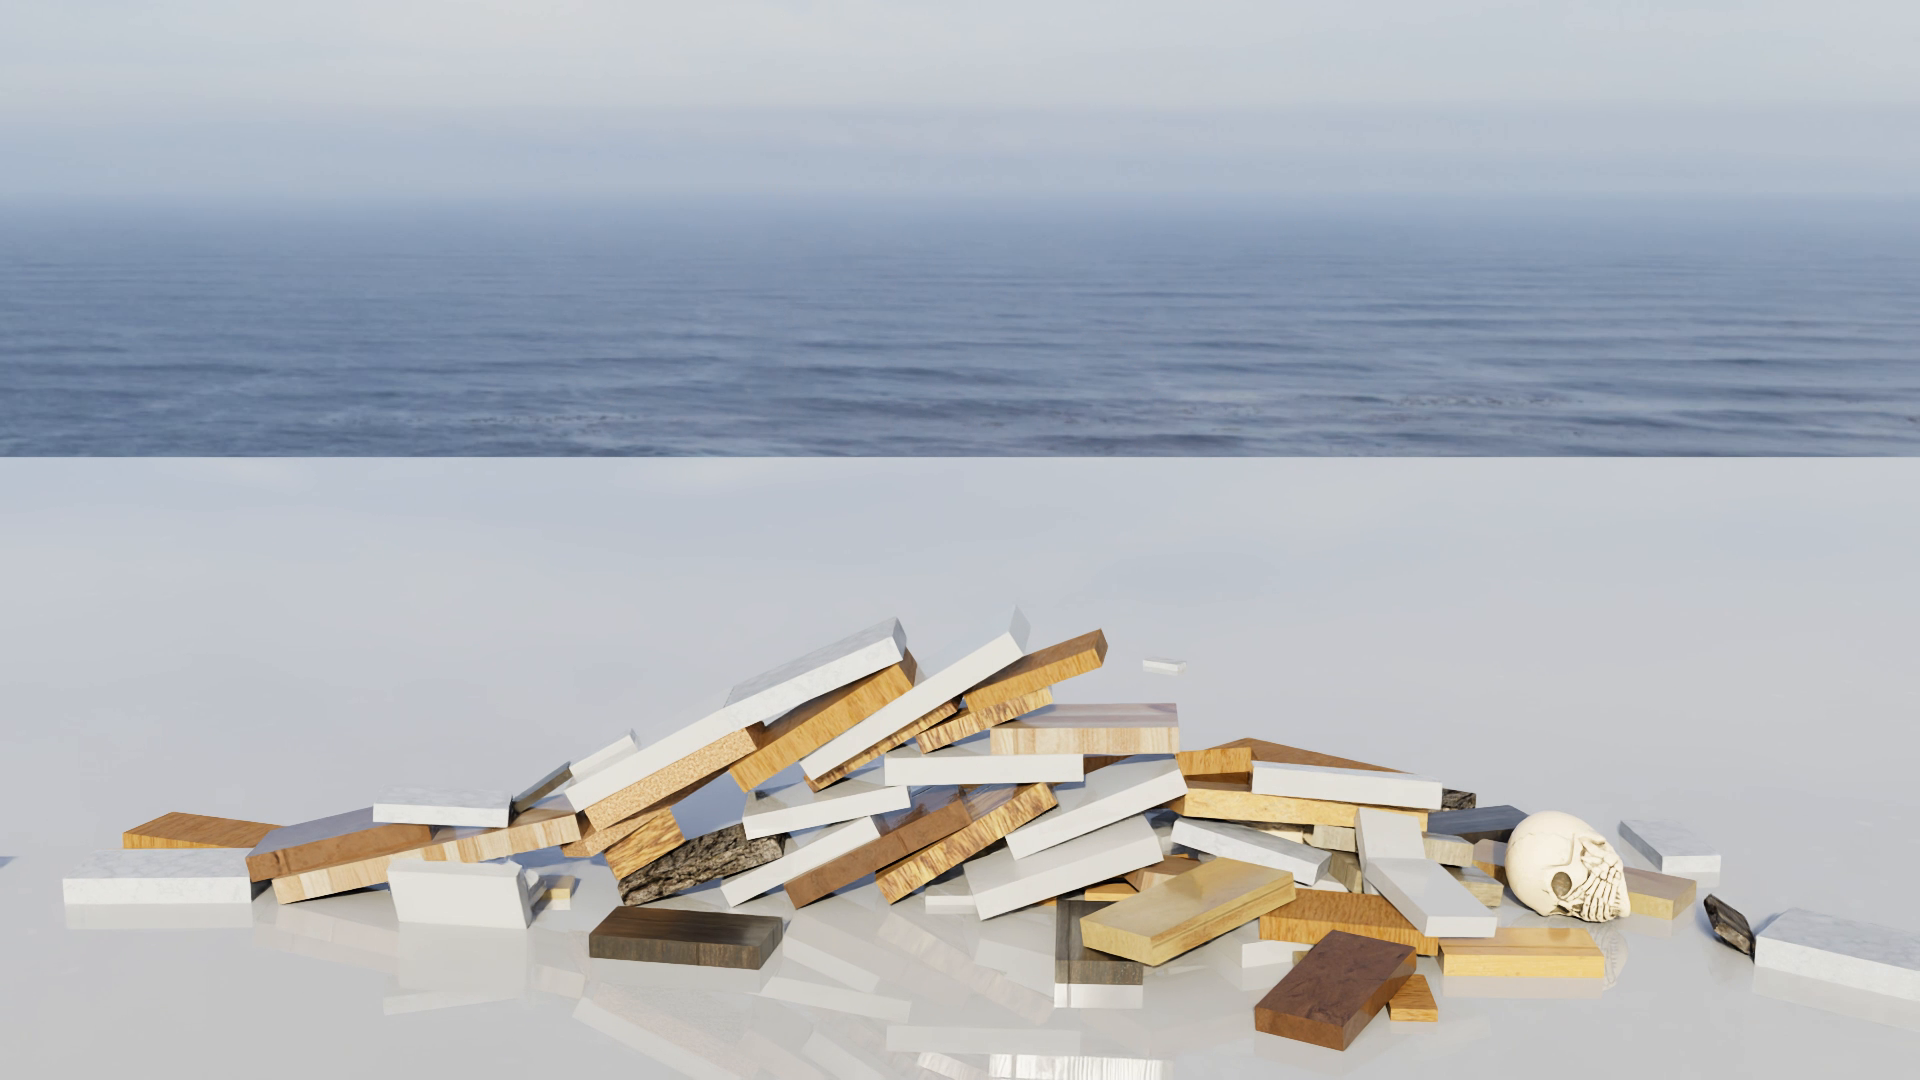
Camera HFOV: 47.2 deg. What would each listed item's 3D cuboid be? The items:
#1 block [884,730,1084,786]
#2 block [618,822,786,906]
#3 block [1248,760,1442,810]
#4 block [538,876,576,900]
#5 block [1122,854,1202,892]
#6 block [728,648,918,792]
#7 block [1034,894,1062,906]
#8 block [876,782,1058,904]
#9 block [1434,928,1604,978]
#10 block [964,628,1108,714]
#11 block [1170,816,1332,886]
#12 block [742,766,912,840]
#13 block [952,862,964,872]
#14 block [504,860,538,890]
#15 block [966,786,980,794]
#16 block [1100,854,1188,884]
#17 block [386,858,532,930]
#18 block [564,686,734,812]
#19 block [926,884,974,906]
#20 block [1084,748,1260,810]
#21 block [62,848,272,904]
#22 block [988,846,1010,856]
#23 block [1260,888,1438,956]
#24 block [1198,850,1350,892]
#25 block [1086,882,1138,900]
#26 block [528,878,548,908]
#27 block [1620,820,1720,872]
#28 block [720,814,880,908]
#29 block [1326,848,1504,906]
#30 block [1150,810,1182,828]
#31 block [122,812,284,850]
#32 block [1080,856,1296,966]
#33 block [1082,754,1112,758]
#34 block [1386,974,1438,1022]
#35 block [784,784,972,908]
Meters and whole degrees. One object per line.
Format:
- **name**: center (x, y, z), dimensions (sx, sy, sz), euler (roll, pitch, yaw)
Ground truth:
- **block**: center (0.039, 0.358, 3.642), dimensions (0.321, 0.046, 0.161), euler (-1, 11, 1)
- **block**: center (-0.426, 0.530, 3.658), dimensions (0.273, 0.039, 0.136), euler (-18, 10, 2)
- **block**: center (0.637, 0.406, 3.652), dimensions (0.304, 0.043, 0.152), euler (4, -1, 6)
- **block**: center (-0.712, 0.580, 3.670), dimensions (0.130, 0.018, 0.065), euler (0, 11, -2)
- **block**: center (0.389, 0.556, 3.608), dimensions (0.243, 0.034, 0.121), euler (10, 7, -18)
- **block**: center (-0.222, 0.288, 3.604), dimensions (0.326, 0.046, 0.163), euler (-32, 9, 7)
- **block**: center (0.110, 0.587, 3.645), dimensions (0.108, 0.015, 0.054), euler (2, 11, 11)
- **block**: center (0.007, 0.479, 3.665), dimensions (0.321, 0.046, 0.161), euler (-31, 10, 3)
- **block**: center (0.850, 0.630, 3.363), dimensions (0.238, 0.034, 0.119), euler (0, 11, 2)
- **block**: center (0.125, 0.214, 3.597), dimensions (0.230, 0.033, 0.115), euler (-21, 10, 13)
- **block**: center (0.479, 0.504, 3.613), dimensions (0.243, 0.034, 0.122), euler (16, 7, 19)
- **block**: center (-0.219, 0.431, 3.650), dimensions (0.273, 0.039, 0.136), euler (-12, 11, 1)
- **block**: center (0.083, 0.548, 3.823), dimensions (0.183, 0.026, 0.091), euler (-7, 13, -35)
- **block**: center (-0.733, 0.559, 3.527), dimensions (0.057, 0.114, 0.016), euler (32, 33, -29)
- **block**: center (0.031, 0.487, 4.018), dimensions (0.227, 0.032, 0.113), euler (-16, 11, -29)
- **block**: center (0.283, 0.555, 3.691), dimensions (0.183, 0.026, 0.091), euler (-4, -13, -19)
- **block**: center (-0.797, 0.564, 3.505), dimensions (0.214, 0.107, 0.030), euler (2, 32, 9)
- **block**: center (-0.502, 0.344, 3.640), dimensions (0.298, 0.042, 0.149), euler (-27, 9, 6)
- **block**: center (-0.003, 0.587, 3.641), dimensions (0.108, 0.015, 0.054), euler (0, 11, -1)
- **block**: center (0.388, 0.436, 3.984), dimensions (0.320, 0.045, 0.160), euler (-6, -29, 19)
- **block**: center (-1.323, 0.563, 3.694), dimensions (0.305, 0.043, 0.153), euler (0, 11, -1)
- **block**: center (0.096, 0.548, 3.748), dimensions (0.108, 0.054, 0.015), euler (-6, 12, -30)
- **block**: center (0.601, 0.585, 3.388), dimensions (0.266, 0.038, 0.133), euler (3, 12, 12)
- **block**: center (0.525, 0.549, 3.629), dimensions (0.243, 0.034, 0.121), euler (12, 7, -7)
- **block**: center (0.257, 0.579, 3.610), dimensions (0.101, 0.014, 0.050), euler (1, 10, 5)
- **block**: center (-0.754, 0.573, 3.623), dimensions (0.130, 0.018, 0.065), euler (9, 29, 16)
- **block**: center (1.249, 0.538, 3.873), dimensions (0.102, 0.029, 0.203), euler (-1, 11, -3)
- **block**: center (-0.263, 0.513, 3.659), dimensions (0.273, 0.039, 0.136), euler (-26, 10, 3)
- **block**: center (0.746, 0.555, 3.630), dimensions (0.262, 0.037, 0.131), euler (8, 8, -15)
- **block**: center (0.396, 0.512, 4.052), dimensions (0.046, 0.013, 0.093), euler (8, 13, 35)
- **block**: center (-1.327, 0.530, 3.888), dimensions (0.263, 0.037, 0.131), euler (4, 11, 20)
- **block**: center (0.350, 0.563, 3.361), dimensions (0.308, 0.044, 0.154), euler (-16, 13, -37)
- **block**: center (0.289, 0.455, 4.300), dimensions (0.251, 0.036, 0.126), euler (4, 11, 19)
- **block**: center (0.652, 0.667, 3.205), dimensions (0.067, 0.019, 0.133), euler (1, 11, 3)
- **block**: center (-0.139, 0.498, 3.662), dimensions (0.321, 0.046, 0.161), euler (-26, 11, 1)
